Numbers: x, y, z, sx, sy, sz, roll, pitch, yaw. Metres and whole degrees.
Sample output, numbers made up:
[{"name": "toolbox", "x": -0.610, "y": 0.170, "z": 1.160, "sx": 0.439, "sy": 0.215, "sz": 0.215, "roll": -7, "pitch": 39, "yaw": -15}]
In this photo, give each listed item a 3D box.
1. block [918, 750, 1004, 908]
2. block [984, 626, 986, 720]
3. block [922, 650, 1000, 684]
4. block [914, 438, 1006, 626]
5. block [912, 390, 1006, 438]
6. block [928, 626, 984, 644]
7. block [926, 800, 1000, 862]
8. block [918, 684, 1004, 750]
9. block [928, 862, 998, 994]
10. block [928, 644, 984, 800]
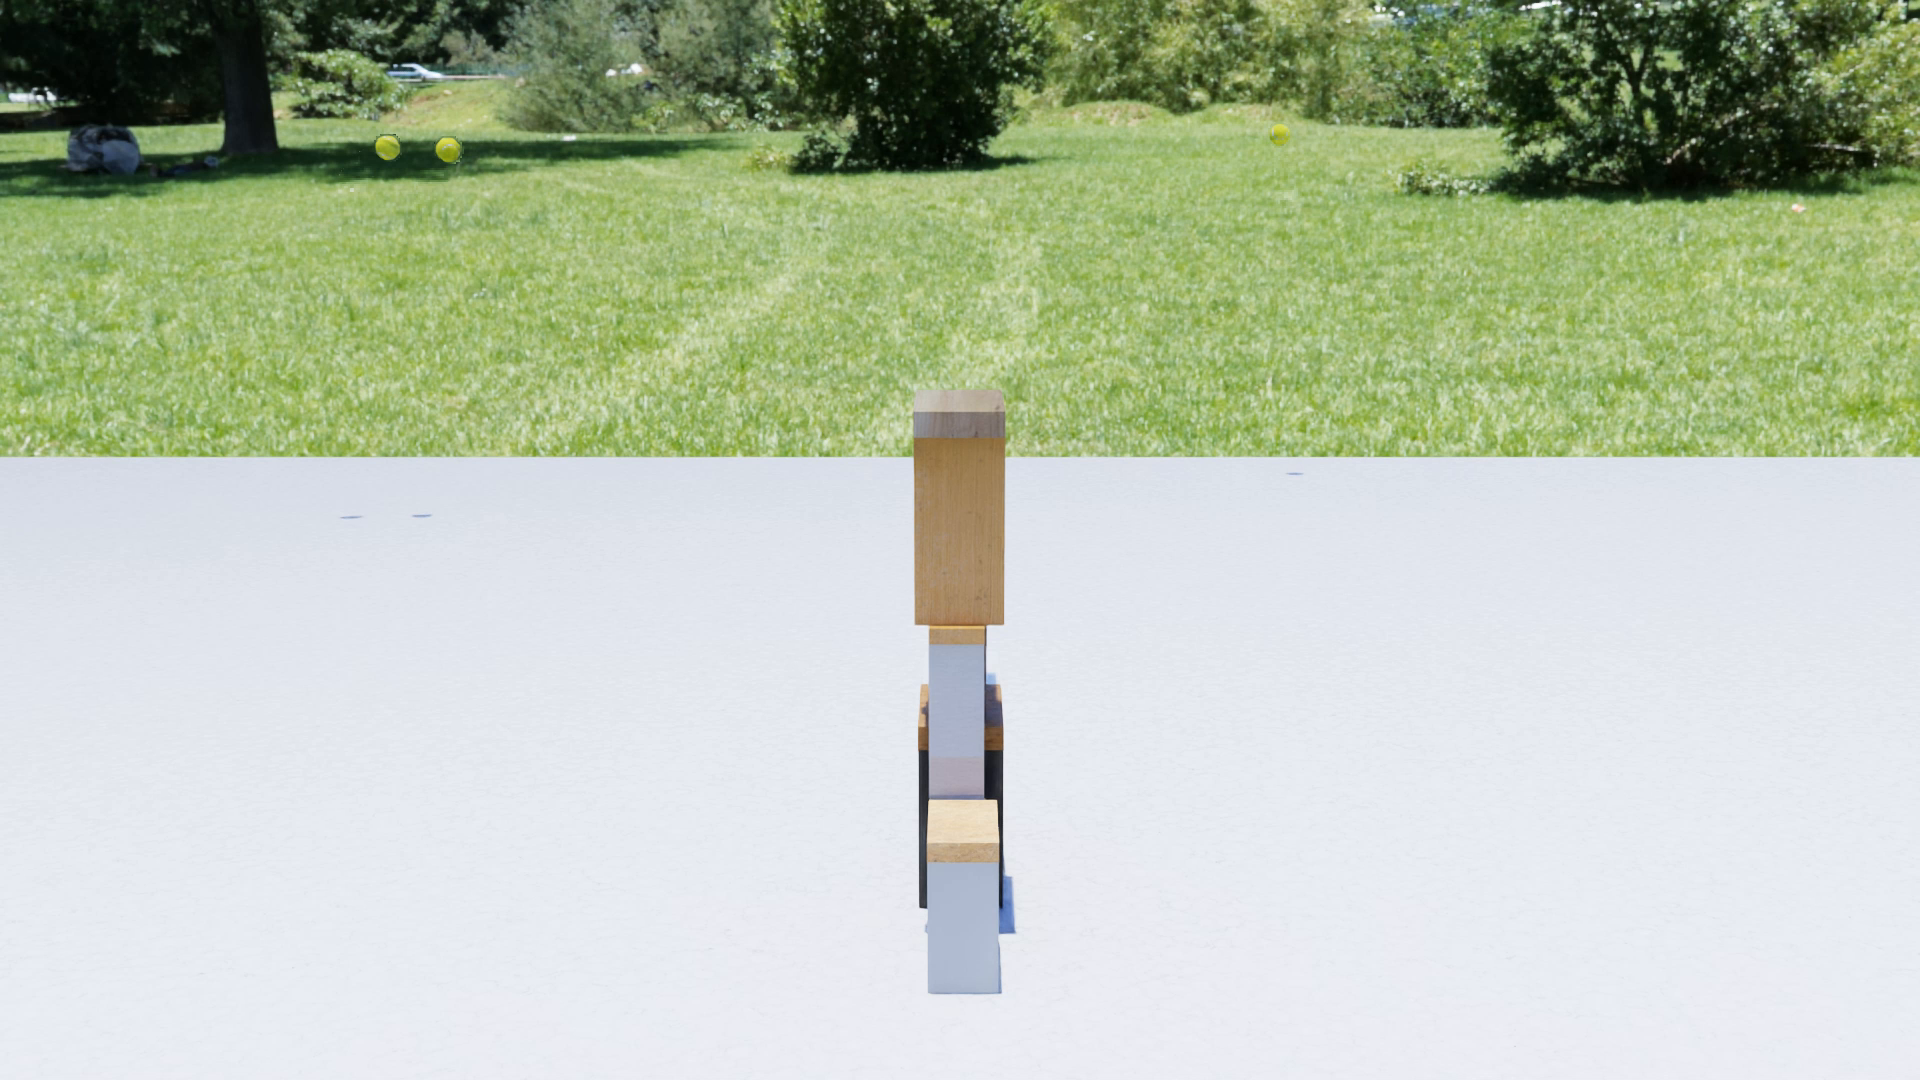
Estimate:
[{"name": "block", "x": 0.002, "y": 0.464, "z": 3.593, "sx": 0.138, "sy": 0.275, "sz": 0.039, "roll": 0, "pitch": 11, "yaw": 0}, {"name": "block", "x": -0.003, "y": 0.197, "z": 3.554, "sx": 0.093, "sy": 0.185, "sz": 0.026, "roll": 0, "pitch": 11, "yaw": 0}, {"name": "block", "x": 0.003, "y": 0.248, "z": 3.929, "sx": 0.135, "sy": 0.038, "sz": 0.270, "roll": 0, "pitch": 11, "yaw": 0}, {"name": "block", "x": -0.001, "y": -0.017, "z": 3.350, "sx": 0.138, "sy": 0.293, "sz": 0.039, "roll": 0, "pitch": 11, "yaw": 0}, {"name": "block", "x": -0.002, "y": -0.197, "z": 3.411, "sx": 0.138, "sy": 0.039, "sz": 0.275, "roll": 0, "pitch": 11, "yaw": 0}, {"name": "block", "x": -0.005, "y": 0.131, "z": 3.420, "sx": 0.085, "sy": 0.024, "sz": 0.170, "roll": 0, "pitch": 11, "yaw": 0}, {"name": "block", "x": 0.004, "y": 0.434, "z": 3.286, "sx": 0.104, "sy": 0.030, "sz": 0.209, "roll": 0, "pitch": 11, "yaw": 0}, {"name": "block", "x": 0.002, "y": 0.293, "z": 3.655, "sx": 0.138, "sy": 0.039, "sz": 0.275, "roll": 0, "pitch": 11, "yaw": 0}, {"name": "block", "x": 0.004, "y": 0.564, "z": 3.240, "sx": 0.104, "sy": 0.209, "sz": 0.030, "roll": 0, "pitch": 11, "yaw": 0}, {"name": "block", "x": -0.005, "y": 0.315, "z": 3.397, "sx": 0.085, "sy": 0.329, "sz": 0.024, "roll": 0, "pitch": 10, "yaw": 0}]
